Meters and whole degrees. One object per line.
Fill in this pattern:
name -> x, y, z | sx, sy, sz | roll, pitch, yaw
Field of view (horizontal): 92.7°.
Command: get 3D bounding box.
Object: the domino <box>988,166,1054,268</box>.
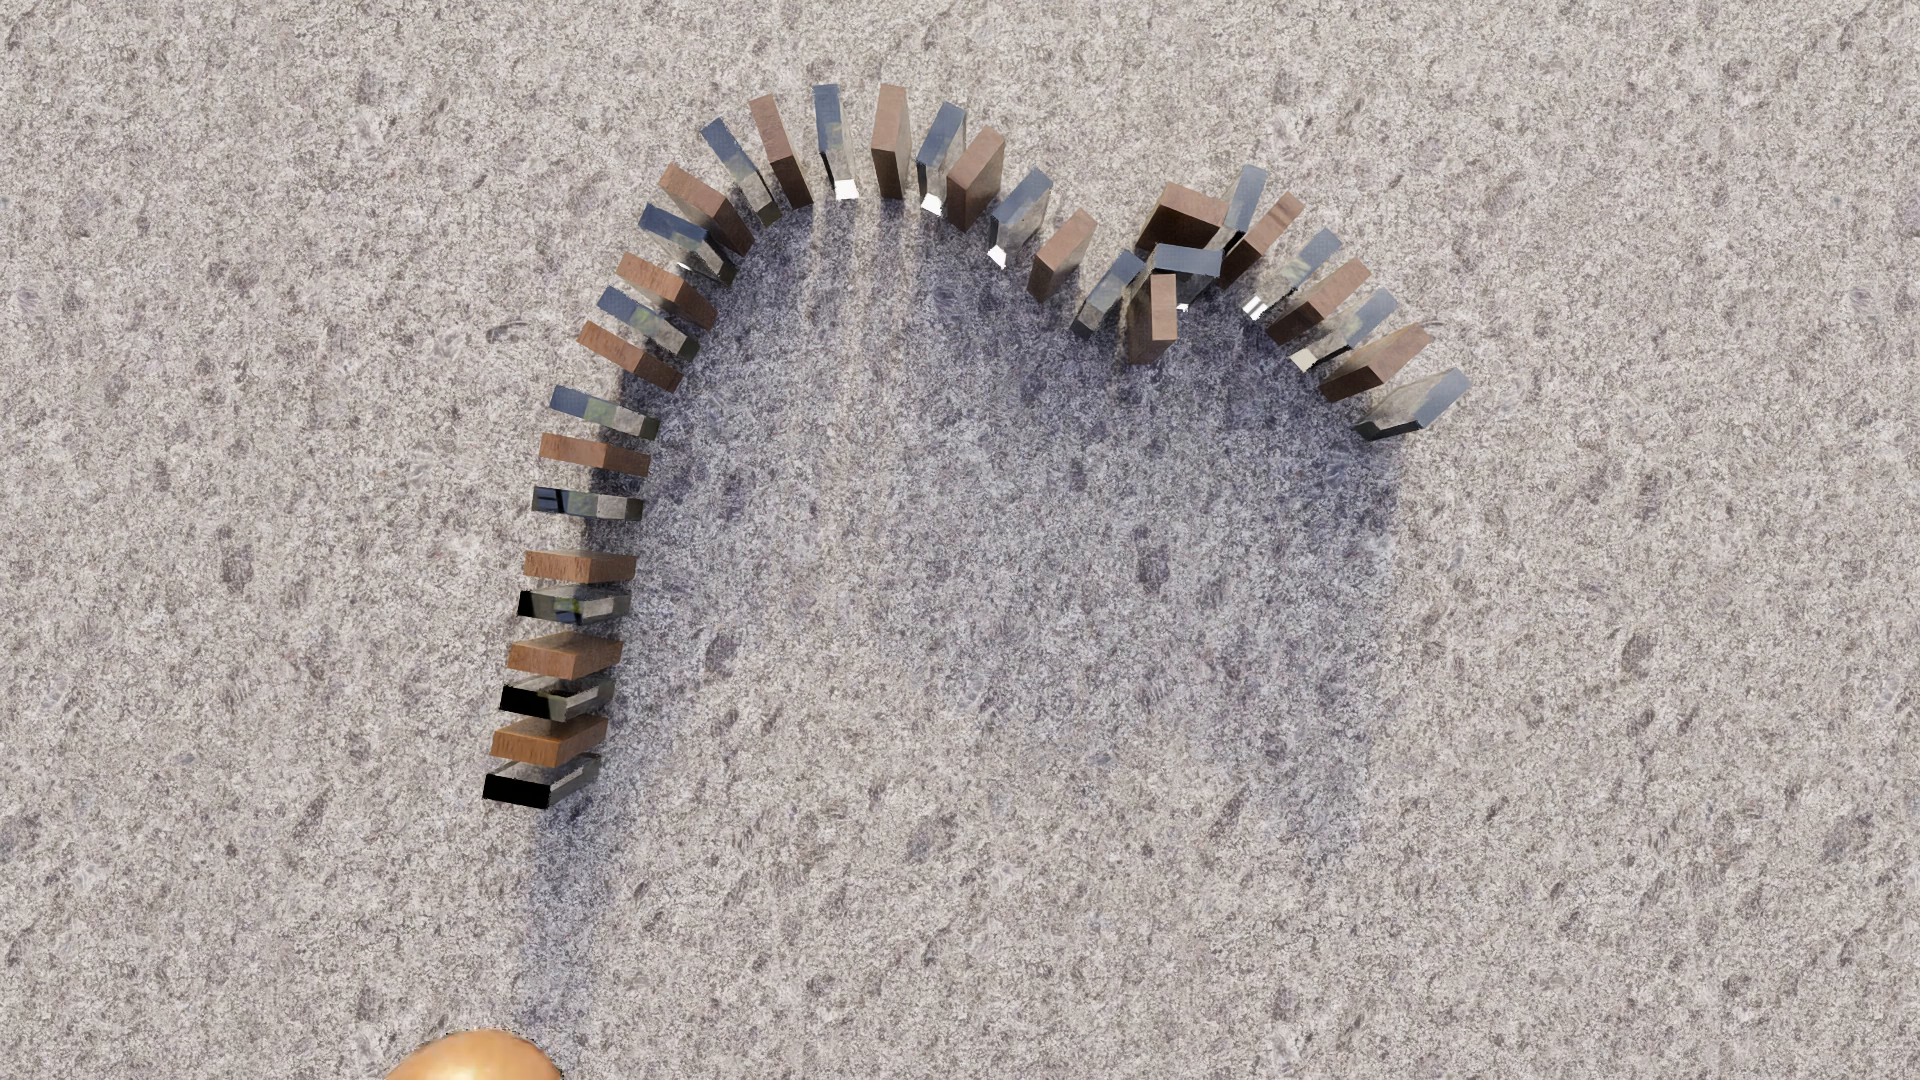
domino -> 0.024, -0.131, 0.375 | 0.010, 0.050, 0.025 | 43, 90, 0

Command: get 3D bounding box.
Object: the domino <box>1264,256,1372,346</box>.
domino -> 0.145, -0.096, 0.375 | 0.025, 0.050, 0.010 | -44, 90, 0

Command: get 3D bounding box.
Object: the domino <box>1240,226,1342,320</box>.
domino -> 0.134, -0.108, 0.375 | 0.025, 0.050, 0.010 | -45, 90, 0

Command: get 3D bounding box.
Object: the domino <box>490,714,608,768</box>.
domino -> -0.166, 0.080, 0.375 | 0.025, 0.050, 0.009 | 11, 90, 0

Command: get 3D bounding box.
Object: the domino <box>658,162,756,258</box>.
domino -> -0.102, -0.134, 0.375 | 0.025, 0.050, 0.009 | 32, 90, 0

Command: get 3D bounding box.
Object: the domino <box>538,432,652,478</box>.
domino -> -0.148, -0.034, 0.375 | 0.025, 0.050, 0.009 | 10, 90, 0

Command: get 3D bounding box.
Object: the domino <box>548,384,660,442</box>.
domino -> -0.144, -0.051, 0.375 | 0.025, 0.050, 0.009 | 18, 90, 0

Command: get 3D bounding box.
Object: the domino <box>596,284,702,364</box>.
domino -> -0.126, -0.087, 0.375 | 0.025, 0.050, 0.010 | 30, 90, 0

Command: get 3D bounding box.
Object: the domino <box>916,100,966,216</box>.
domino -> -0.007, -0.155, 0.375 | 0.010, 0.050, 0.025 | 26, 90, 0

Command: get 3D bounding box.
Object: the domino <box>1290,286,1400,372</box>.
domino -> 0.156, -0.085, 0.375 | 0.025, 0.050, 0.009 | -43, 90, 0

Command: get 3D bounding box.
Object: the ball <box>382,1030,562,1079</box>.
ball -> -0.196, 0.238, 0.360 | 0.080, 0.080, 0.080 | 0, 90, 0

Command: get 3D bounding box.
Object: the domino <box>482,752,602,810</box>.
domino -> -0.170, 0.096, 0.375 | 0.025, 0.050, 0.009 | 11, 90, 0

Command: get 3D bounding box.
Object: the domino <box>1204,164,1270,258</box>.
domino -> 0.109, -0.131, 0.375 | 0.009, 0.050, 0.025 | 21, 90, 0

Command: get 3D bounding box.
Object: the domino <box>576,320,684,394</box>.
domino -> -0.134, -0.074, 0.375 | 0.025, 0.050, 0.009 | 29, 90, 0

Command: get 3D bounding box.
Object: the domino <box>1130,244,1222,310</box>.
domino -> 0.087, -0.107, 0.375 | 0.025, 0.050, 0.009 | 8, 90, 0

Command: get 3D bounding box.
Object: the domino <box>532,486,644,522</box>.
domino -> -0.151, -0.014, 0.375 | 0.025, 0.050, 0.010 | 7, 90, 0

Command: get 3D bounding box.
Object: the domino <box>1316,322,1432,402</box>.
domino -> 0.168, -0.072, 0.375 | 0.025, 0.050, 0.009 | -42, 90, 0

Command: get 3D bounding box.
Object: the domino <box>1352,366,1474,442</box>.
domino -> 0.184, -0.054, 0.375 | 0.025, 0.050, 0.009 | -42, 90, 0

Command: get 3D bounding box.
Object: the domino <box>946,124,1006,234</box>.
domino -> 0.006, -0.146, 0.375 | 0.009, 0.050, 0.025 | 38, 90, 0

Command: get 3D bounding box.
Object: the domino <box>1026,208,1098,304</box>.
domino -> 0.041, -0.115, 0.375 | 0.010, 0.050, 0.025 | 43, 90, 0

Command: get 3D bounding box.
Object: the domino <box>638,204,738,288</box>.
domino -> -0.110, -0.119, 0.375 | 0.025, 0.050, 0.009 | 25, 90, 0

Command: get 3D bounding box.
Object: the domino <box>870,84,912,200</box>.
domino -> -0.028, -0.161, 0.375 | 0.009, 0.050, 0.025 | 9, 90, 0

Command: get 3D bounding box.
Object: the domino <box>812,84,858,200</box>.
domino -> -0.050, -0.162, 0.375 | 0.010, 0.050, 0.025 | -6, 90, 0

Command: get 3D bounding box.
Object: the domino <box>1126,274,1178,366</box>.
domino -> 0.078, -0.089, 0.375 | 0.010, 0.050, 0.025 | -2, 90, 0

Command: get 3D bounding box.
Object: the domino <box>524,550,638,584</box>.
domino -> -0.154, 0.010, 0.375 | 0.025, 0.050, 0.009 | 7, 90, 0

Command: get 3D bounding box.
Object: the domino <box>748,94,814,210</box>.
domino -> -0.072, -0.157, 0.375 | 0.010, 0.050, 0.025 | -19, 90, 0

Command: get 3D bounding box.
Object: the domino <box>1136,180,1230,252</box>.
domino -> 0.090, -0.128, 0.375 | 0.025, 0.050, 0.009 | 21, 90, 0

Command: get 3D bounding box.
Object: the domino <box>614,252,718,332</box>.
domino -> -0.119, -0.101, 0.375 | 0.025, 0.050, 0.010 | 26, 90, 0

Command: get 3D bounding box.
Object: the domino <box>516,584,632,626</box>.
domino -> -0.156, 0.026, 0.375 | 0.025, 0.050, 0.009 | 10, 90, 0

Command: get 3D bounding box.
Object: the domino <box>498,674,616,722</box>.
domino -> -0.163, 0.063, 0.375 | 0.025, 0.050, 0.009 | 11, 90, 0

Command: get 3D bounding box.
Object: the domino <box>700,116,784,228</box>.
domino -> -0.088, -0.149, 0.375 | 0.009, 0.050, 0.025 | -36, 90, 0

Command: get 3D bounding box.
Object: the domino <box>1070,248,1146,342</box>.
domino -> 0.059, -0.099, 0.375 | 0.010, 0.050, 0.025 | 38, 90, 0

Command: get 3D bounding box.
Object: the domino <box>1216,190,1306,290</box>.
domino -> 0.120, -0.121, 0.375 | 0.009, 0.050, 0.025 | 42, 90, 0

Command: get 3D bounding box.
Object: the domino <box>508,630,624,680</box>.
domino -> -0.160, 0.047, 0.375 | 0.025, 0.050, 0.010 | 11, 90, 0
